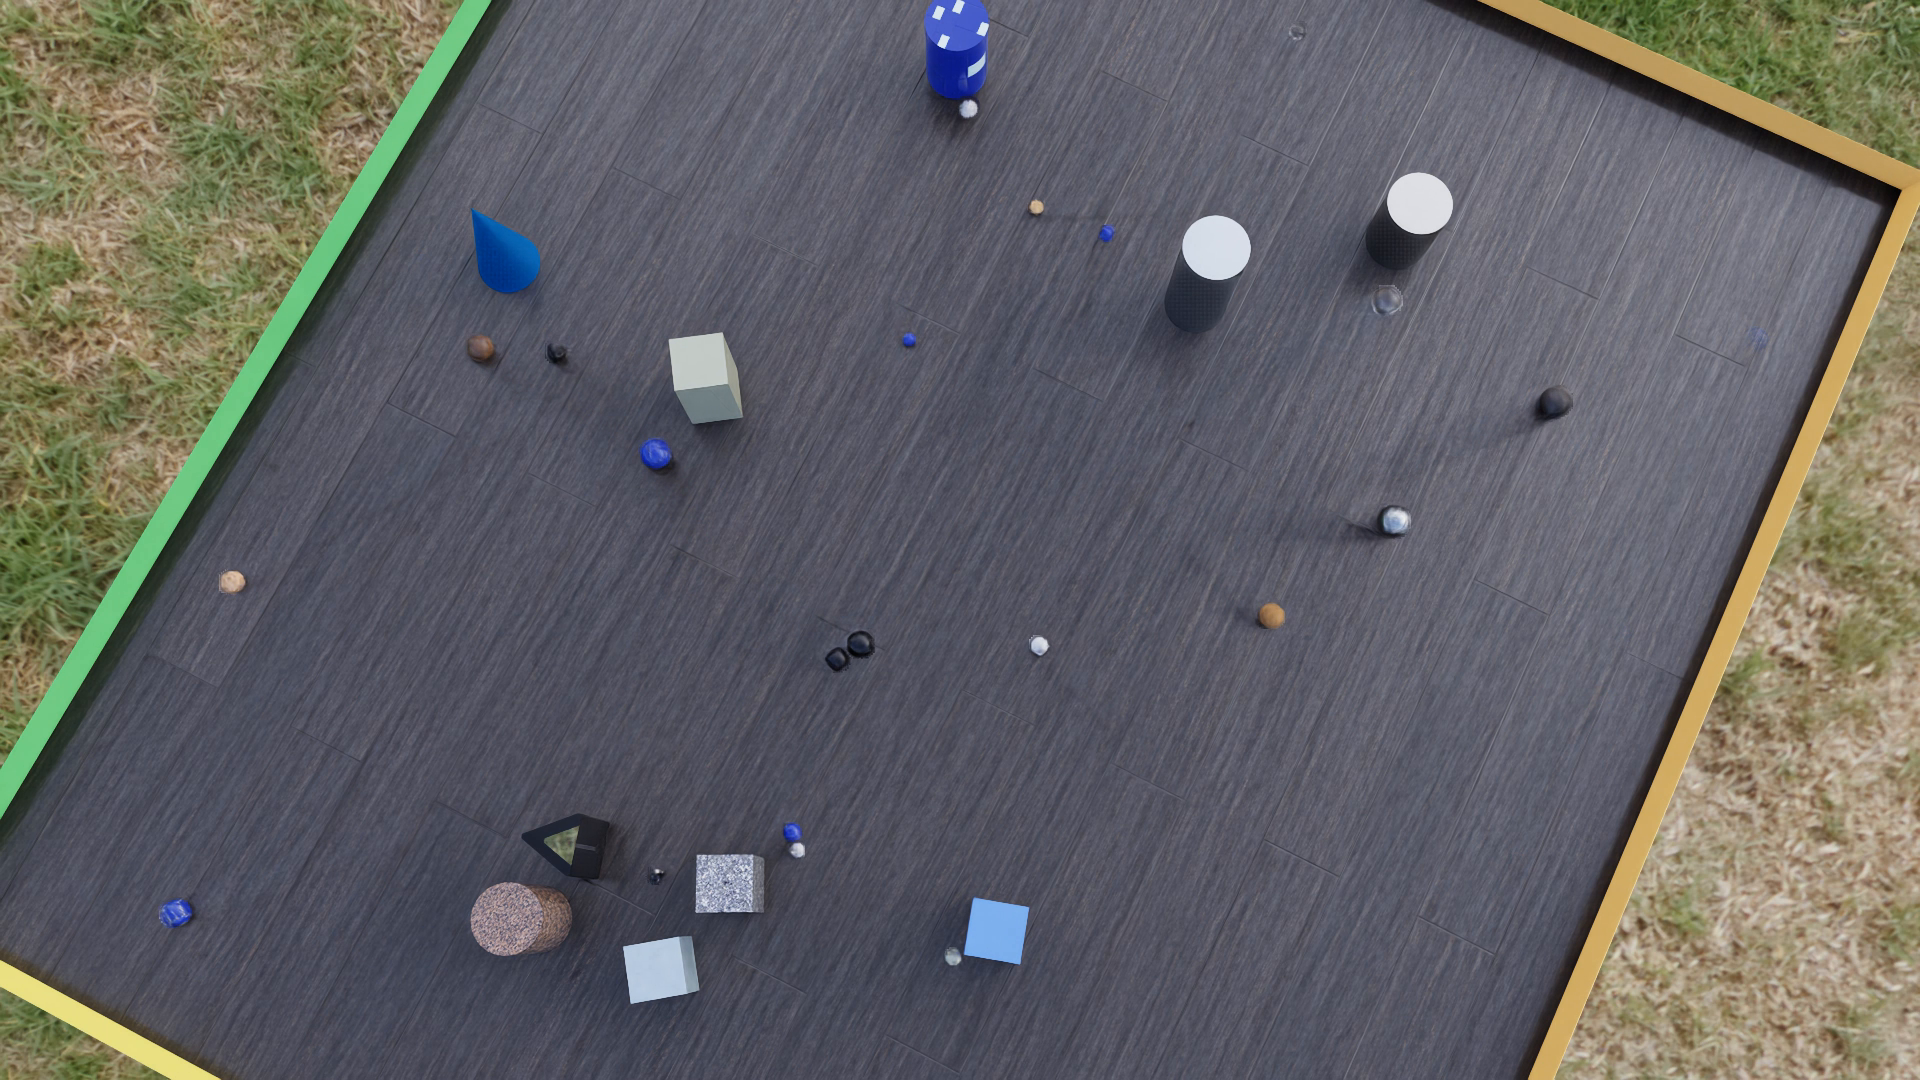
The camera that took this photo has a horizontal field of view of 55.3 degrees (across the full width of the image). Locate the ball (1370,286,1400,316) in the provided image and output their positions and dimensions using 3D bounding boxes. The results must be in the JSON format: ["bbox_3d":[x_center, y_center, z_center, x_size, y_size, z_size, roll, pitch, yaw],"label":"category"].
[{"bbox_3d":[1.330,-0.746,5.724,0.092,0.092,0.092,0,78,0],"label":"ball"}]

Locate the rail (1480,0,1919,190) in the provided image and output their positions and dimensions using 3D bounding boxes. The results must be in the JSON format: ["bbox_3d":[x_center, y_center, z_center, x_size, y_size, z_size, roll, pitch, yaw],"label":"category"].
[{"bbox_3d":[1.059,-2.067,5.978,4.394,0.128,0.045,26,80,5],"label":"rail"}]

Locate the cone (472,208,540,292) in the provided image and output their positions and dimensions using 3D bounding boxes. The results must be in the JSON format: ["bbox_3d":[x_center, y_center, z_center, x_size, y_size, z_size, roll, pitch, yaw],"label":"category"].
[{"bbox_3d":[-1.426,-0.922,5.573,0.197,0.460,0.197,0,78,0],"label":"cone"}]

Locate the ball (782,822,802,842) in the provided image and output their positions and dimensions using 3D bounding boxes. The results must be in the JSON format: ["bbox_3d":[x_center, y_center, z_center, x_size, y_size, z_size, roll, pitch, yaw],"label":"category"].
[{"bbox_3d":[-0.496,0.862,5.410,0.054,0.054,0.054,0,78,0],"label":"ball"}]

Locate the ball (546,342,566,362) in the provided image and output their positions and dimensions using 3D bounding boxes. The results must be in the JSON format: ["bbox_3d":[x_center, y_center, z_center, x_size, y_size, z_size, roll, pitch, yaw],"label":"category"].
[{"bbox_3d":[-1.257,-0.586,5.707,0.060,0.060,0.060,0,78,0],"label":"ball"}]

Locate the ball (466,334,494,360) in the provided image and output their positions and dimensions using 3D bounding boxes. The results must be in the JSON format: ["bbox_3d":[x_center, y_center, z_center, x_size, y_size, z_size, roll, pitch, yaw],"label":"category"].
[{"bbox_3d":[-1.493,-0.598,5.699,0.081,0.081,0.081,0,78,0],"label":"ball"}]

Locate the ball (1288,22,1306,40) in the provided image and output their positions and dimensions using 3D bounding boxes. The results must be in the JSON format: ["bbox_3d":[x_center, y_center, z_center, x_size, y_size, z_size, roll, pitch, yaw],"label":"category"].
[{"bbox_3d":[1.092,-1.645,5.929,0.056,0.056,0.056,0,78,0],"label":"ball"}]

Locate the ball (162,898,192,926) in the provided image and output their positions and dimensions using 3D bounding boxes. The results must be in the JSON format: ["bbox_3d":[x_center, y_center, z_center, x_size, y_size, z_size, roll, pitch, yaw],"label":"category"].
[{"bbox_3d":[-2.287,1.088,5.350,0.080,0.080,0.080,0,78,0],"label":"ball"}]

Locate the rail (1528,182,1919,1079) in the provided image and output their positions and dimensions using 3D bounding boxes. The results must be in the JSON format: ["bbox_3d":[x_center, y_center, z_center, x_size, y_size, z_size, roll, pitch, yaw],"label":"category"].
[{"bbox_3d":[1.944,0.958,5.352,0.045,0.128,4.782,26,80,5],"label":"rail"}]

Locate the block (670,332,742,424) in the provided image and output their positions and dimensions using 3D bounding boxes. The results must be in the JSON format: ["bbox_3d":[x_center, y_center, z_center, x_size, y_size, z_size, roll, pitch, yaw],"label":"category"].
[{"bbox_3d":[-0.763,-0.484,5.530,0.157,0.367,0.157,-8,78,-2],"label":"block"}]

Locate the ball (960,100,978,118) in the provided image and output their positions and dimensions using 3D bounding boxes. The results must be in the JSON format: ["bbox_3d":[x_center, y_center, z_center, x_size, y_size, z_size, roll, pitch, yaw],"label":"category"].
[{"bbox_3d":[0.028,-1.382,5.873,0.057,0.057,0.057,0,78,0],"label":"ball"}]

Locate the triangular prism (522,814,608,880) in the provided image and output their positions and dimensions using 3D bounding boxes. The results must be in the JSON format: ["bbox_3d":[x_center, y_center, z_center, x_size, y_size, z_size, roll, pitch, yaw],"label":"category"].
[{"bbox_3d":[-1.090,0.850,5.228,0.170,0.417,0.148,39,81,7],"label":"triangular prism"}]

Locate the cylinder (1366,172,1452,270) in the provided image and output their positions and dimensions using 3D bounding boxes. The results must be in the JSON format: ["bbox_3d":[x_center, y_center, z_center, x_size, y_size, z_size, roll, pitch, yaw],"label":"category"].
[{"bbox_3d":[1.384,-0.982,5.664,0.197,0.306,0.197,0,78,0],"label":"cylinder"}]

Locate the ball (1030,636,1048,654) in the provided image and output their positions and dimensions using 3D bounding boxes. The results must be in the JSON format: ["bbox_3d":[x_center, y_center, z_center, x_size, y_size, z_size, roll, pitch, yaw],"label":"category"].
[{"bbox_3d":[0.240,0.319,5.523,0.054,0.054,0.054,0,78,0],"label":"ball"}]

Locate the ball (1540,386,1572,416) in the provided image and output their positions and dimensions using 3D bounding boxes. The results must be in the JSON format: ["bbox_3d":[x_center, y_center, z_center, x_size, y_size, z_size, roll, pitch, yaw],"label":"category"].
[{"bbox_3d":[1.838,-0.427,5.657,0.094,0.094,0.094,0,78,0],"label":"ball"}]

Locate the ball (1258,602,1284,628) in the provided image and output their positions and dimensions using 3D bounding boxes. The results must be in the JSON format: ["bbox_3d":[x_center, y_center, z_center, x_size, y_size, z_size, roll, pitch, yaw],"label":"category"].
[{"bbox_3d":[0.939,0.228,5.530,0.076,0.076,0.076,0,78,0],"label":"ball"}]

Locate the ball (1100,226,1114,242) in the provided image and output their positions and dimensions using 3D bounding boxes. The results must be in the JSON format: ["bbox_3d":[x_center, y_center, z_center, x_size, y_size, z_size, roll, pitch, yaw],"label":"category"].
[{"bbox_3d":[0.465,-0.966,5.792,0.047,0.047,0.047,0,78,0],"label":"ball"}]

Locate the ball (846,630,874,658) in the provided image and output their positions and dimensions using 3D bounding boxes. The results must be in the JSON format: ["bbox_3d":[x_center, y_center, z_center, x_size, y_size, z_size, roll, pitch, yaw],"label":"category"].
[{"bbox_3d":[-0.299,0.313,5.509,0.084,0.084,0.084,0,78,0],"label":"ball"}]

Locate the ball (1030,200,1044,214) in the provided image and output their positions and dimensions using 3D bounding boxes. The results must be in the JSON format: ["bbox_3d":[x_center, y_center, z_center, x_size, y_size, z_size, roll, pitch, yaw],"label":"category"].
[{"bbox_3d":[0.244,-1.055,5.812,0.044,0.044,0.044,0,78,0],"label":"ball"}]

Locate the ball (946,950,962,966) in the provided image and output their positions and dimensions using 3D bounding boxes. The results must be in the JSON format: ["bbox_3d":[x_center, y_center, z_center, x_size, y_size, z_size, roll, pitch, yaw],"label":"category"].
[{"bbox_3d":[-0.019,1.217,5.341,0.046,0.046,0.046,0,78,0],"label":"ball"}]

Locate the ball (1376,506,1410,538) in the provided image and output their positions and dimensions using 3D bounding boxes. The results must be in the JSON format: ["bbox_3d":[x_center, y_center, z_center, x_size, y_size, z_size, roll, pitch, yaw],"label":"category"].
[{"bbox_3d":[1.319,-0.056,5.578,0.098,0.098,0.098,0,78,0],"label":"ball"}]

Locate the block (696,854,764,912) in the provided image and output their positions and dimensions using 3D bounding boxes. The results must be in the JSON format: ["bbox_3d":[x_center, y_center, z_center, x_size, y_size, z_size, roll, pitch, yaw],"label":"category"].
[{"bbox_3d":[-0.657,0.988,5.257,0.157,0.303,0.157,0,78,0],"label":"block"}]

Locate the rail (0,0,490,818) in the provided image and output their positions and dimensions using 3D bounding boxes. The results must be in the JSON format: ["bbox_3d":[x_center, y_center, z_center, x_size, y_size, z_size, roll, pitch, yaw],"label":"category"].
[{"bbox_3d":[-1.944,-0.945,5.746,0.045,0.128,4.782,26,80,5],"label":"rail"}]

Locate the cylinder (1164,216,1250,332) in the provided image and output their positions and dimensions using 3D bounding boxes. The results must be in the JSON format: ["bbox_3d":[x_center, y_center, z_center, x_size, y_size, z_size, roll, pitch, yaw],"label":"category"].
[{"bbox_3d":[0.741,-0.796,5.533,0.197,0.486,0.197,0,78,0],"label":"cylinder"}]

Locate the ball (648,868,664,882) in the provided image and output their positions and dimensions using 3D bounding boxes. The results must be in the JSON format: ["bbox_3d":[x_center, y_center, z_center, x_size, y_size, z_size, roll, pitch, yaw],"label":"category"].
[{"bbox_3d":[-0.895,0.985,5.390,0.044,0.044,0.044,0,78,0],"label":"ball"}]

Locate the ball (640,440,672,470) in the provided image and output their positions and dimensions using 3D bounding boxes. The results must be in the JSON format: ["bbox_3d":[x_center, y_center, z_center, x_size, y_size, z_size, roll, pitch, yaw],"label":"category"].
[{"bbox_3d":[-0.933,-0.264,5.624,0.092,0.092,0.092,0,78,0],"label":"ball"}]

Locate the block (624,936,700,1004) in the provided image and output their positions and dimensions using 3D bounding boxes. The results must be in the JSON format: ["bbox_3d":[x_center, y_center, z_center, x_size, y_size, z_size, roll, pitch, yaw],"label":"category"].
[{"bbox_3d":[-0.851,1.225,5.235,0.157,0.250,0.157,-10,78,-2],"label":"block"}]

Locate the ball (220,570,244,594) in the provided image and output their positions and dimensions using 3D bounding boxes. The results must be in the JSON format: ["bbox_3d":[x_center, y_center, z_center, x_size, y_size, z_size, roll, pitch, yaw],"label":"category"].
[{"bbox_3d":[-2.205,0.128,5.555,0.069,0.069,0.069,0,78,0],"label":"ball"}]

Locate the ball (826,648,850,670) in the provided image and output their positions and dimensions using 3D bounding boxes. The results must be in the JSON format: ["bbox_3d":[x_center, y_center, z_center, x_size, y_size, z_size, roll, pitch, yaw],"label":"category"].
[{"bbox_3d":[-0.367,0.359,5.507,0.069,0.069,0.069,0,78,0],"label":"ball"}]

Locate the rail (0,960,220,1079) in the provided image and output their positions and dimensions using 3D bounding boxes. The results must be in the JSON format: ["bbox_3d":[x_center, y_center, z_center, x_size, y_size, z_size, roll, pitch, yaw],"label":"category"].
[{"bbox_3d":[-1.059,2.080,5.120,4.394,0.128,0.045,26,80,5],"label":"rail"}]

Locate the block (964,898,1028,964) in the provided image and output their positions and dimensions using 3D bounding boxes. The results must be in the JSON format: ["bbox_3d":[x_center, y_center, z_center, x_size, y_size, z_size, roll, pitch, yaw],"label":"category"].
[{"bbox_3d":[0.102,1.117,5.242,0.157,0.280,0.157,9,78,2],"label":"block"}]

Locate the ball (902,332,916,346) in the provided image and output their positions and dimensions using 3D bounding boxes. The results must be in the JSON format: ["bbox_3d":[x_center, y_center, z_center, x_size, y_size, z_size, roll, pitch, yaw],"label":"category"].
[{"bbox_3d":[-0.158,-0.627,5.724,0.043,0.043,0.043,0,78,0],"label":"ball"}]

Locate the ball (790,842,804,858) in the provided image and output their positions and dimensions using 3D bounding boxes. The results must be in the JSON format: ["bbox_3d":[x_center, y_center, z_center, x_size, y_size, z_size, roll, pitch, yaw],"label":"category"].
[{"bbox_3d":[-0.481,0.915,5.405,0.043,0.043,0.043,0,78,0],"label":"ball"}]

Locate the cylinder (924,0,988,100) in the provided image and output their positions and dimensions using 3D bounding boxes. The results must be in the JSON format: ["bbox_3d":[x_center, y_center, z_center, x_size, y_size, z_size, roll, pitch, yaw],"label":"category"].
[{"bbox_3d":[-0.010,-1.552,5.766,0.197,0.335,0.197,0,78,0],"label":"cylinder"}]

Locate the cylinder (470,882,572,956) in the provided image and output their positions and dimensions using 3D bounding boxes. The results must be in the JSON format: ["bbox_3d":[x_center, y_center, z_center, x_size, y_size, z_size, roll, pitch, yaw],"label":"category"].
[{"bbox_3d":[-1.238,1.074,5.196,0.197,0.389,0.197,0,78,0],"label":"cylinder"}]
